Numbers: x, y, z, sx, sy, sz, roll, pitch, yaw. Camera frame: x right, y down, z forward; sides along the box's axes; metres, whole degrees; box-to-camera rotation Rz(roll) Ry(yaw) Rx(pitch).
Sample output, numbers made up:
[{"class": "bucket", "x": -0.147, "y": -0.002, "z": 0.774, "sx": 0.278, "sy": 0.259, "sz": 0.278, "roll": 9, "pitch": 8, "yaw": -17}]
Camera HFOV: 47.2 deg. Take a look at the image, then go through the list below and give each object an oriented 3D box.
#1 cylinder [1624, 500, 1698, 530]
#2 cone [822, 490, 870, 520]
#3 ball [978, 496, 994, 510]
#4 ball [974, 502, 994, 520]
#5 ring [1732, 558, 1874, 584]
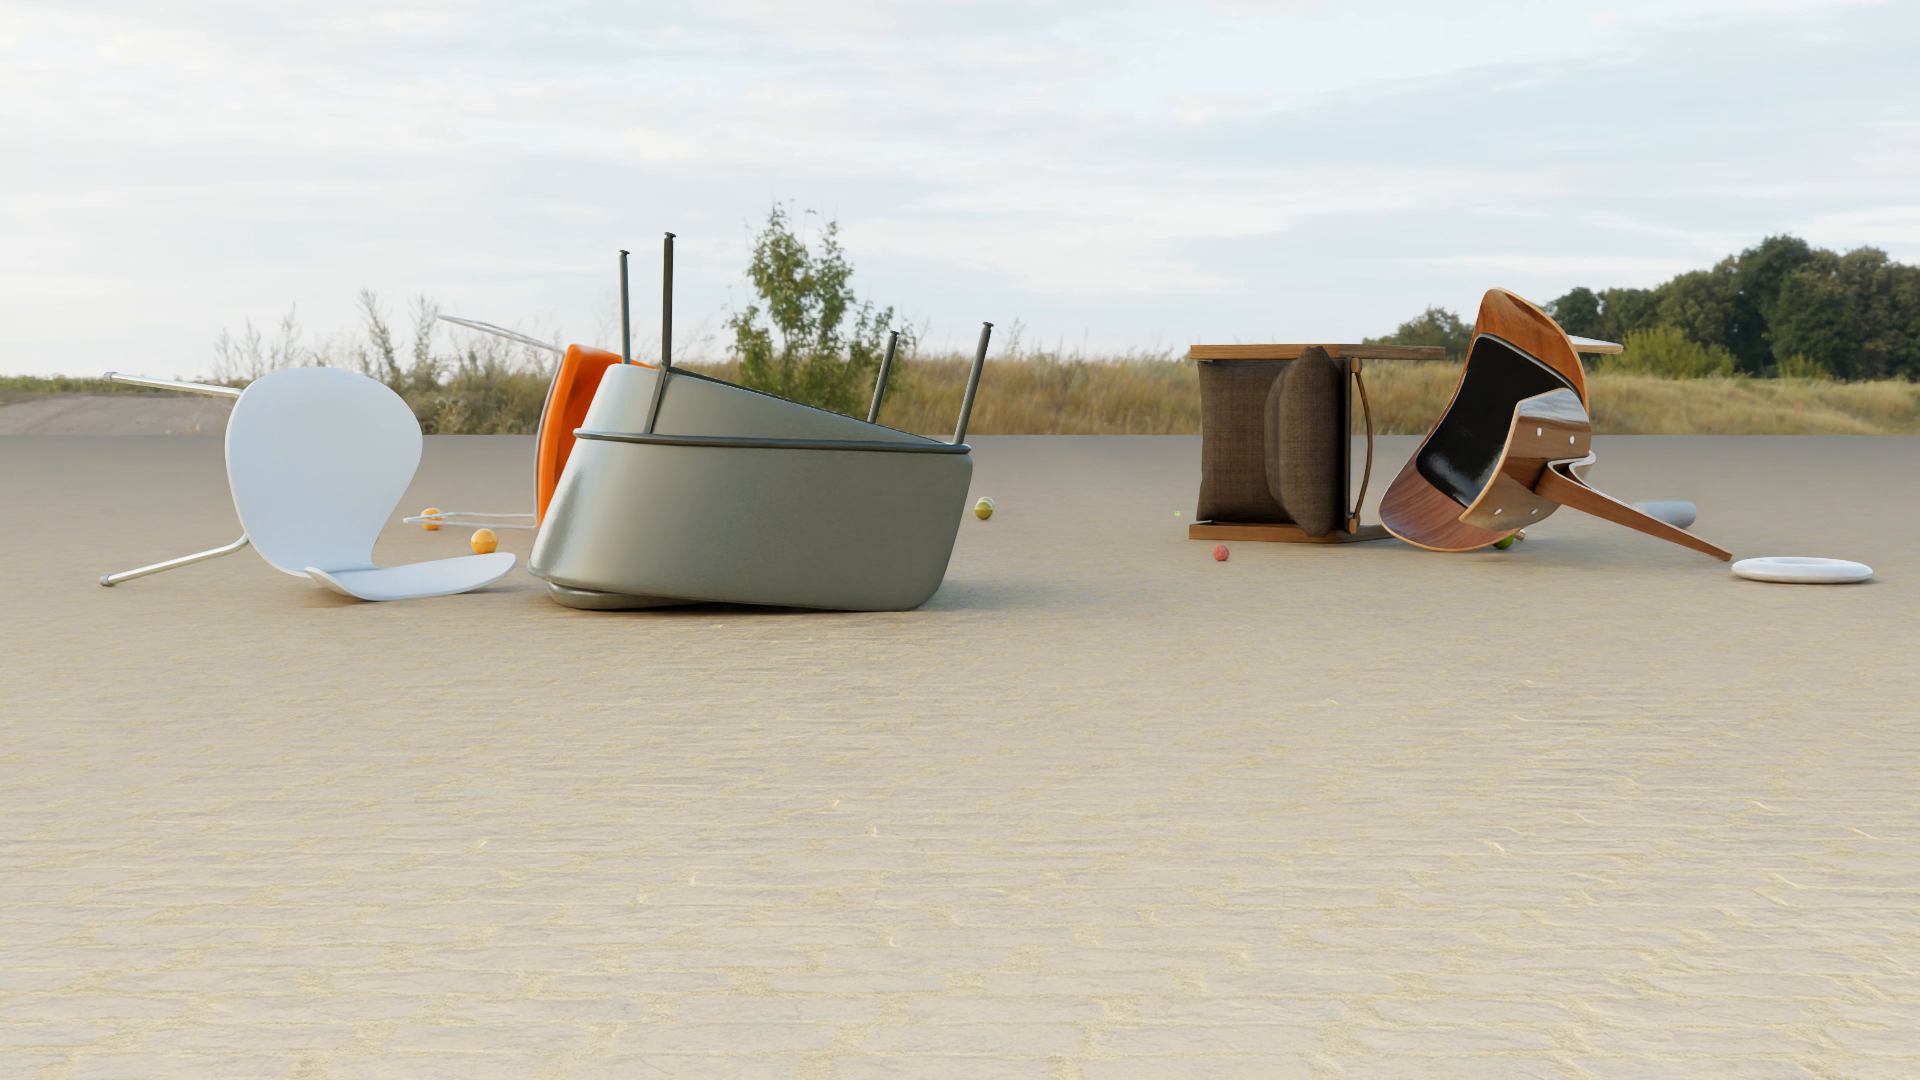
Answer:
[{"class": "cylinder", "x": 2.245, "y": -0.079, "z": 7.049, "sx": 0.219, "sy": 0.085, "sz": 0.109, "roll": -2, "pitch": -17, "yaw": -30}, {"class": "cone", "x": -0.427, "y": -0.100, "z": 7.619, "sx": 0.151, "sy": 0.106, "sz": 0.241, "roll": -12, "pitch": -3, "yaw": -29}, {"class": "ball", "x": 0.091, "y": -0.122, "z": 7.857, "sx": 0.064, "sy": 0.064, "sz": 0.064, "roll": 0, "pitch": 4, "yaw": 0}, {"class": "ball", "x": 0.081, "y": -0.101, "z": 7.552, "sx": 0.064, "sy": 0.064, "sz": 0.064, "roll": 0, "pitch": 4, "yaw": 0}, {"class": "ring", "x": 1.982, "y": 0.072, "z": 5.179, "sx": 0.315, "sy": 0.045, "sz": 0.322, "roll": 2, "pitch": 5, "yaw": 20}]
